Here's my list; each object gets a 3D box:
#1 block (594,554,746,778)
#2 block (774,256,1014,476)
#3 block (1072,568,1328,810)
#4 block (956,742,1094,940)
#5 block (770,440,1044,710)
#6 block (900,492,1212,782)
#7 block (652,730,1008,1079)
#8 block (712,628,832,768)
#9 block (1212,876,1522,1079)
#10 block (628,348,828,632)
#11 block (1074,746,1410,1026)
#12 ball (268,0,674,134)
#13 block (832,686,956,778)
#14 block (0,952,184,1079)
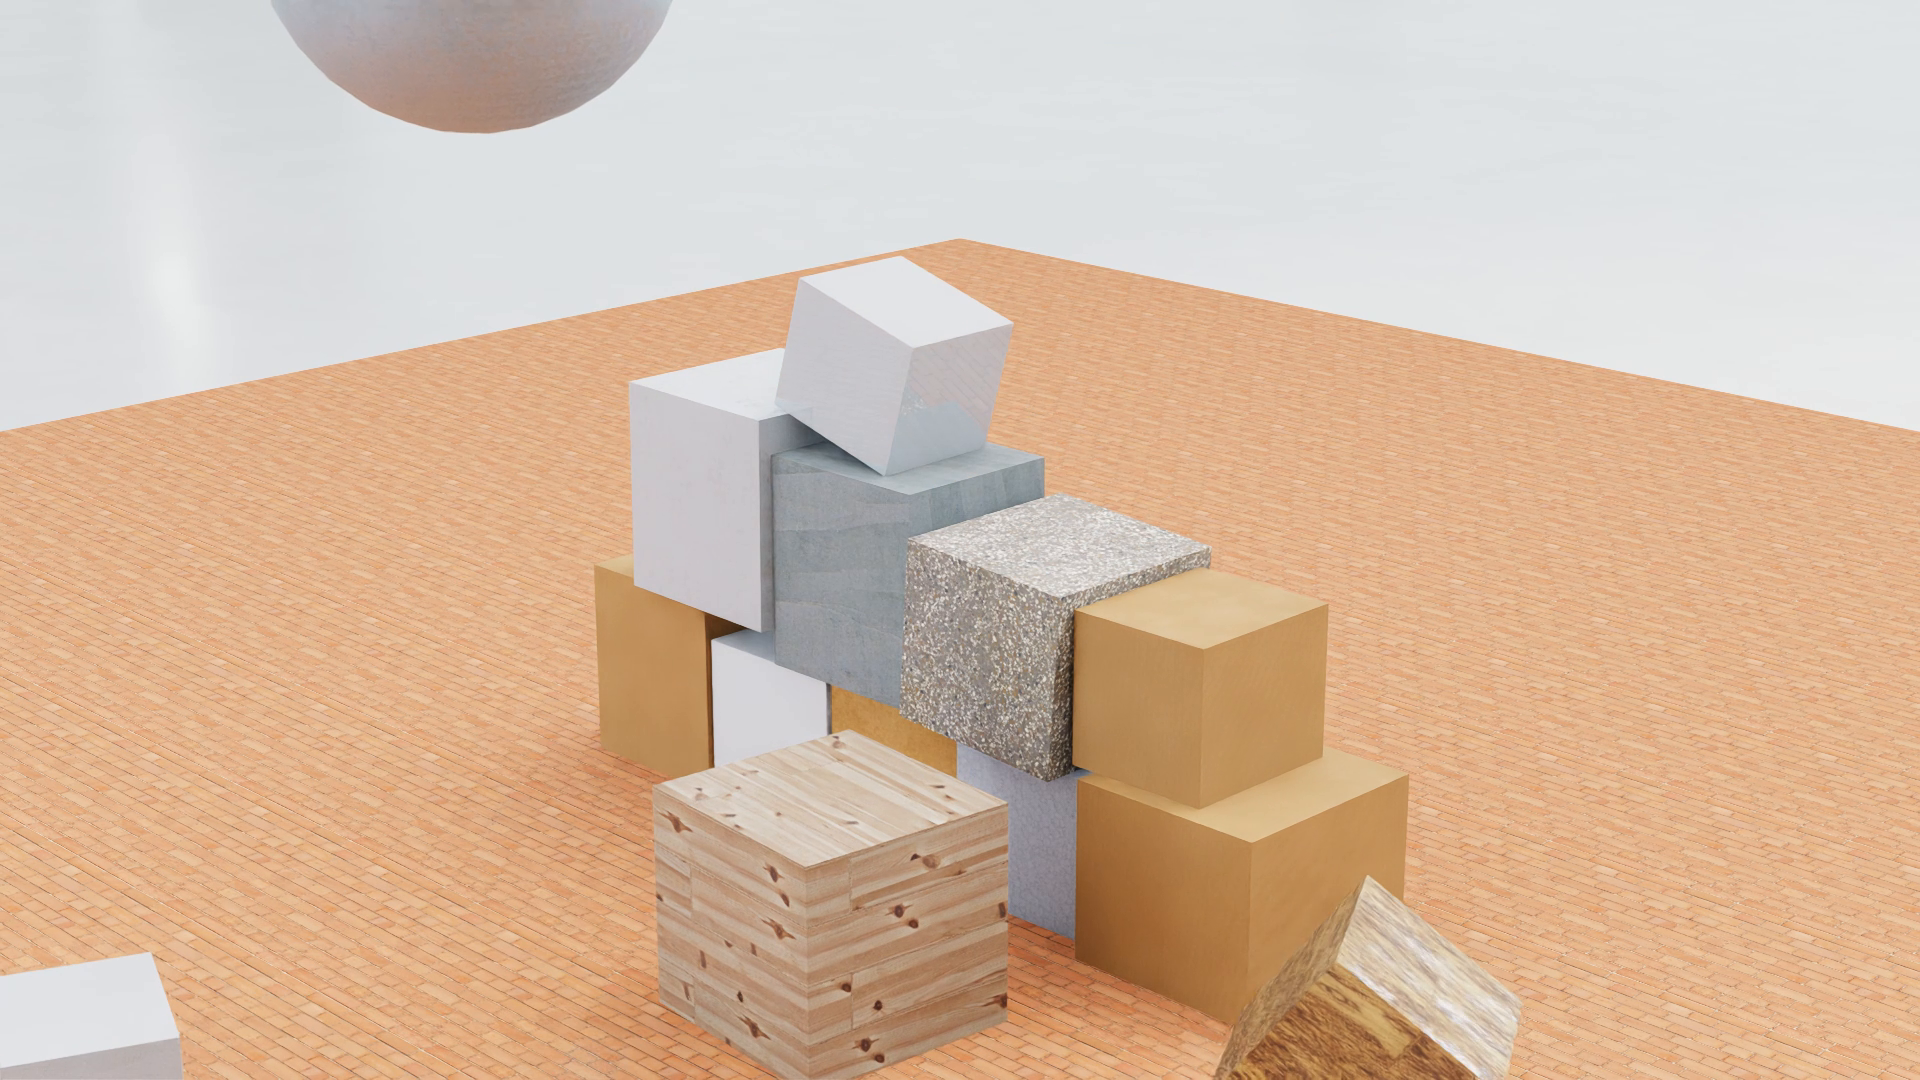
[{"bbox_3d":[-1.226,0.589,14.831,0.866,0.983,0.855,-17,24,-42],"label":"block"},{"bbox_3d":[-0.307,-0.807,13.428,0.744,0.648,0.659,33,34,33],"label":"block"},{"bbox_3d":[1.020,0.613,12.462,0.709,0.698,0.820,16,24,42],"label":"block"},{"bbox_3d":[0.553,1.241,13.134,0.839,0.758,0.764,17,24,42],"label":"block"},{"bbox_3d":[-0.241,0.102,13.627,0.865,1.024,0.918,-17,24,-42],"label":"block"},{"bbox_3d":[0.419,0.407,13.009,0.903,0.845,0.994,21,27,40],"label":"block"},{"bbox_3d":[-0.529,1.489,11.985,1.008,0.972,1.053,-14,22,-37],"label":"block"},{"bbox_3d":[-0.640,0.864,14.276,0.772,0.791,0.820,-17,24,-42],"label":"block"},{"bbox_3d":[1.475,1.860,10.663,0.740,0.768,0.757,39,23,2],"label":"block"},{"bbox_3d":[-0.914,-0.264,14.191,0.966,1.029,0.941,-17,25,-42],"label":"block"},{"bbox_3d":[1.200,1.395,12.520,1.044,0.830,0.952,-17,24,-42],"label":"block"},{"bbox_3d":[-1.791,-2.295,10.743,1.600,1.600,1.600,0,17,0],"label":"ball"},{"bbox_3d":[-0.029,1.031,13.722,0.771,0.805,0.842,-17,24,-42],"label":"block"},{"bbox_3d":[-3.210,2.037,10.644,0.691,0.732,0.747,-7,19,-21],"label":"block"}]
